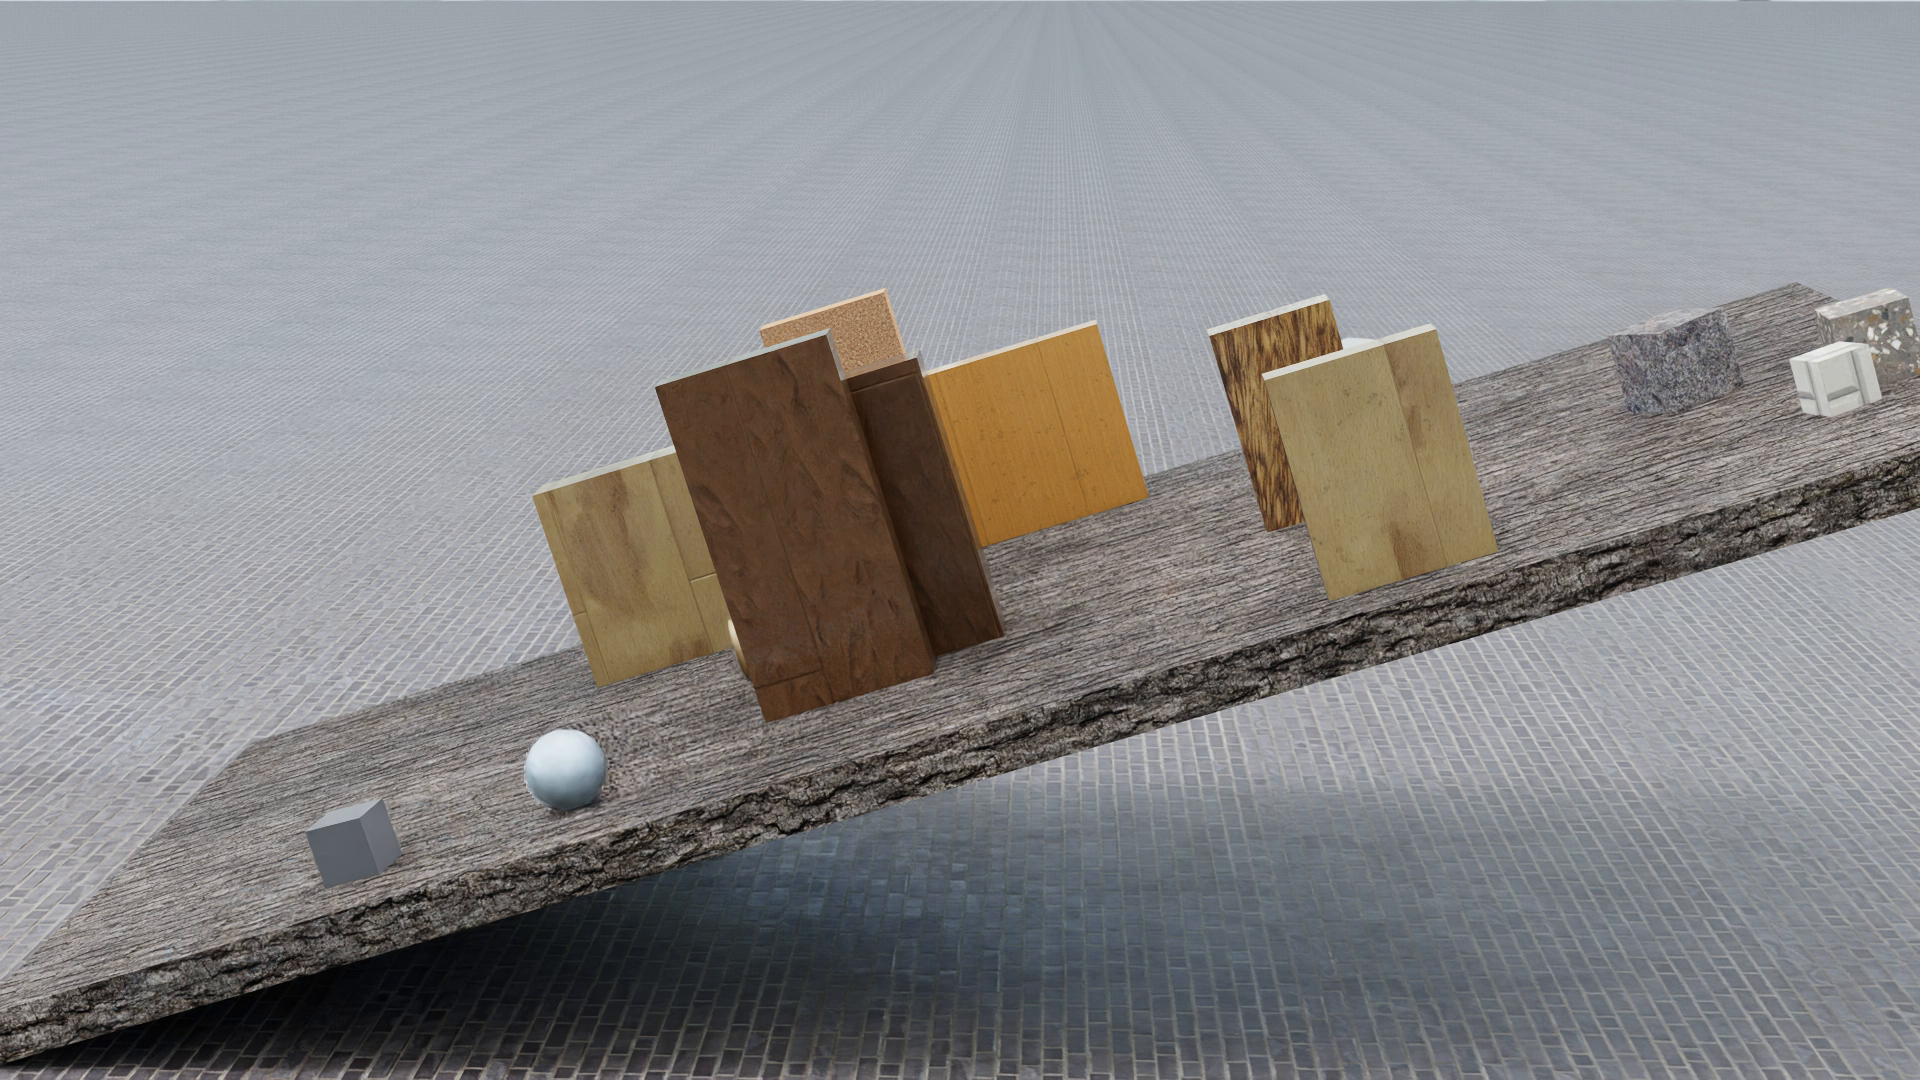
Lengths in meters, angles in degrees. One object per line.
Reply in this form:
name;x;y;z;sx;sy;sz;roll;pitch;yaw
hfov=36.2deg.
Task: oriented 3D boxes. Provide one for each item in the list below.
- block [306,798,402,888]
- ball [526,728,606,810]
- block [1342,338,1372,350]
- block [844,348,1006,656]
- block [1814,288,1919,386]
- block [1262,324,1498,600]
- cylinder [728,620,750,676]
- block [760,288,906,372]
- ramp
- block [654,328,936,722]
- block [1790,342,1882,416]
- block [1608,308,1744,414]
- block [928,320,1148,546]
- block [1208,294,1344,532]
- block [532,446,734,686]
block;-1.171;0.585;5.683;0.117;0.117;0.117;-15;10;14
ball;-0.757;0.441;5.653;0.155;0.155;0.155;0;11;0
block;0.893;-0.345;6.942;0.205;0.205;0.205;-20;10;-13
block;-0.183;-0.042;6.015;0.392;0.597;0.141;-17;10;5
block;1.801;-0.395;5.821;0.154;0.154;0.154;-16;10;8
block;0.773;-0.143;5.416;0.322;0.430;0.083;-17;10;5
cylinder;-0.421;0.216;6.365;0.129;0.129;0.129;-17;12;1
block;-0.201;-0.186;6.549;0.287;0.689;0.088;-17;10;5
ramp;0.096;0.185;6.315;4.000;0.100;2.000;-17;10;5
block;-0.322;-0.027;5.846;0.353;0.708;0.103;-17;10;5
block;1.692;-0.311;5.683;0.110;0.110;0.110;-19;10;-10
block;1.500;-0.376;6.168;0.174;0.174;0.174;-22;11;-22
block;0.183;-0.251;6.989;0.424;0.432;0.087;-17;10;5
block;0.706;-0.266;6.177;0.258;0.435;0.106;-17;10;5
block;-0.706;0.048;6.780;0.411;0.468;0.140;-17;10;5
